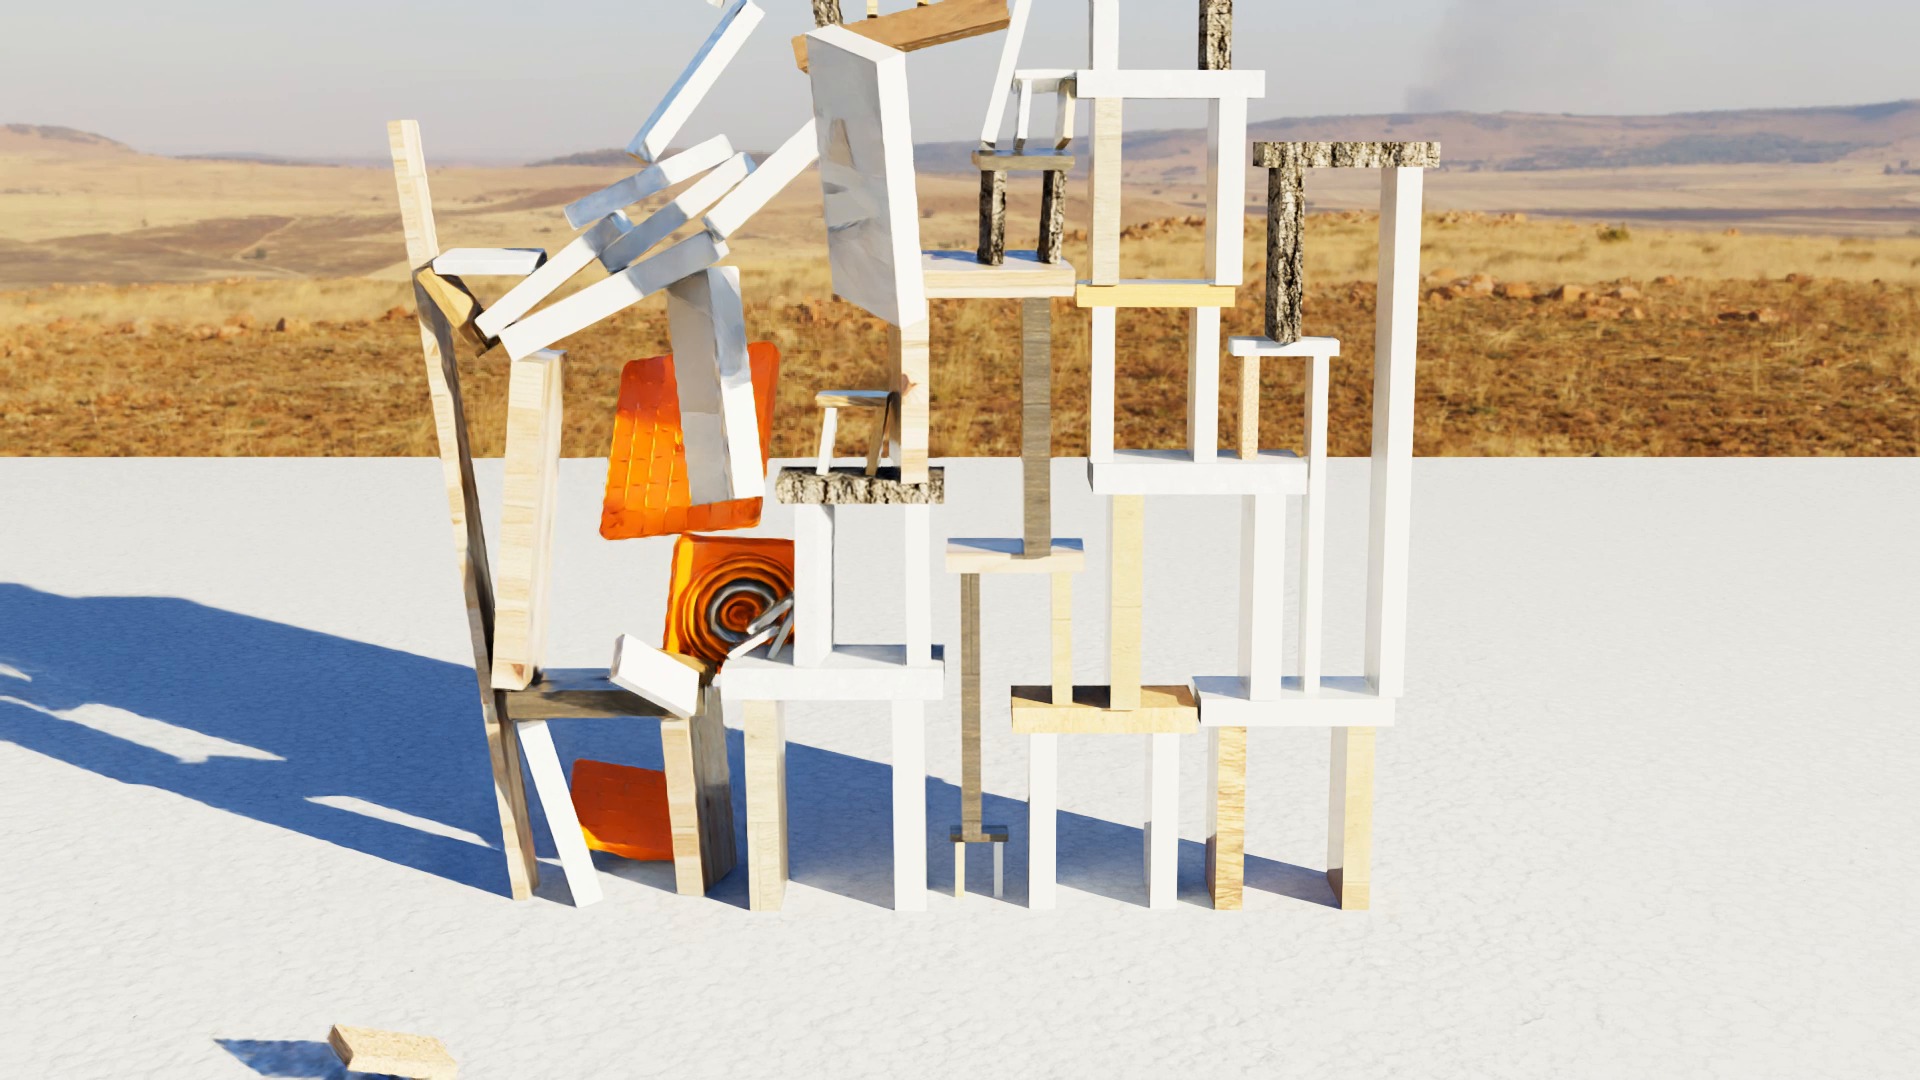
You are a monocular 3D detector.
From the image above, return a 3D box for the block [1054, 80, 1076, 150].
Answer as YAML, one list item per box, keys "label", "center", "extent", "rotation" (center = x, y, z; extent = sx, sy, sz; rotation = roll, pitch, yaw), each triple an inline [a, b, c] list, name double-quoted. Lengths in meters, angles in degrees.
- label: "block"
  center: [0.162, -0.653, 3.383]
  extent: [0.014, 0.095, 0.048]
  rotation: [9, -15, -15]

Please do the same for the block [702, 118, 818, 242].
- label: "block"
  center: [-0.262, -0.595, 3.439]
  extent: [0.329, 0.047, 0.164]
  rotation: [-41, 9, 5]

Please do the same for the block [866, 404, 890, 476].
- label: "block"
  center: [-0.132, -0.164, 3.520]
  extent: [0.016, 0.113, 0.056]
  rotation: [10, 14, 2]

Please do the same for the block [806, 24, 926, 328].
- label: "block"
  center: [-0.132, -0.512, 3.112]
  extent: [0.047, 0.401, 0.164]
  rotation: [-27, 39, -30]

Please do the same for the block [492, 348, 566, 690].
- label: "block"
  center: [-0.697, -0.037, 3.559]
  extent: [0.051, 0.528, 0.180]
  rotation: [6, 11, 0]

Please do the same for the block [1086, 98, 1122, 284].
- label: "block"
  center: [0.226, -0.549, 3.453]
  extent: [0.040, 0.285, 0.143]
  rotation: [0, 11, -1]

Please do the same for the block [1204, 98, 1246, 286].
- label: "block"
  center: [0.416, -0.549, 3.455]
  extent: [0.040, 0.285, 0.143]
  rotation: [0, 11, -1]

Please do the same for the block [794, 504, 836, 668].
- label: "block"
  center: [-0.236, 0.060, 3.566]
  extent: [0.038, 0.265, 0.133]
  rotation: [3, 12, 8]

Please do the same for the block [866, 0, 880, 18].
- label: "block"
  center: [-0.132, -0.862, 3.381]
  extent: [0.017, 0.122, 0.061]
  rotation: [2, -1, 1]

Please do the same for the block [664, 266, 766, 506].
- label: "block"
  center: [-0.389, -0.240, 3.476]
  extent: [0.051, 0.359, 0.180]
  rotation: [-7, 1, -29]

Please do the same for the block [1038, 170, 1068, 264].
- label: "block"
  center: [0.143, -0.507, 3.411]
  extent: [0.021, 0.145, 0.072]
  rotation: [0, 19, -11]

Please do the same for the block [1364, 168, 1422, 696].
- label: "block"
  center: [0.694, -0.173, 3.533]
  extent: [0.038, 0.841, 0.135]
  rotation: [0, 11, 0]

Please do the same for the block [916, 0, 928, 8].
- label: "block"
  center: [-0.051, -0.877, 3.373]
  extent: [0.017, 0.121, 0.061]
  rotation: [6, 1, -2]

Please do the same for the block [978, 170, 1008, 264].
- label: "block"
  center: [0.050, -0.503, 3.389]
  extent: [0.021, 0.145, 0.072]
  rotation: [-3, 19, -15]

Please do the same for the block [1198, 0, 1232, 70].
- label: "block"
  center: [0.396, -0.858, 3.401]
  extent: [0.037, 0.262, 0.131]
  rotation: [0, 11, 0]

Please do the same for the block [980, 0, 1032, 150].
- label: "block"
  center: [0.096, -0.818, 3.374]
  extent: [0.022, 0.439, 0.078]
  rotation: [14, 1, -1]

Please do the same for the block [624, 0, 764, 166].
- label: "block"
  center: [-0.413, -0.709, 3.411]
  extent: [0.032, 0.293, 0.112]
  rotation: [37, 0, -20]

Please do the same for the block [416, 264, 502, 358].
- label: "block"
  center: [-0.787, -0.366, 3.470]
  extent: [0.022, 0.157, 0.078]
  rotation: [-33, 10, 18]

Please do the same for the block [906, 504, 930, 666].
- label: "block"
  center: [-0.068, 0.059, 3.569]
  extent: [0.038, 0.266, 0.133]
  rotation: [-1, 12, -1]

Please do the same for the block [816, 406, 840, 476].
- label: "block"
  center: [-0.211, -0.164, 3.524]
  extent: [0.016, 0.113, 0.056]
  rotation: [10, 12, 2]

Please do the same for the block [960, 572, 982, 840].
- label: "block"
  center: [0.019, 0.261, 3.606]
  extent: [0.031, 0.450, 0.110]
  rotation: [0, 12, 1]

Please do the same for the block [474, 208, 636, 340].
- label: "block"
  center: [-0.636, -0.420, 3.460]
  extent: [0.268, 0.038, 0.134]
  rotation: [-37, 10, 8]

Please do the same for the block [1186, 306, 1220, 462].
- label: "block"
  center: [0.387, -0.254, 3.508]
  extent: [0.035, 0.245, 0.122]
  rotation: [0, 11, 0]

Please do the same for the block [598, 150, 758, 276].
- label: "block"
  center: [-0.441, -0.515, 3.457]
  extent: [0.268, 0.038, 0.134]
  rotation: [-34, 10, 8]

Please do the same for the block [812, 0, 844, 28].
- label: "block"
  center: [-0.220, -0.894, 3.376]
  extent: [0.032, 0.224, 0.112]
  rotation: [-11, 7, 4]

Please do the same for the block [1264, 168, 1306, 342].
- label: "block"
  center: [0.514, -0.454, 3.481]
  extent: [0.038, 0.270, 0.135]
  rotation: [0, 11, 0]

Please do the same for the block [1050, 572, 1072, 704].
- label: "block"
  center: [0.164, 0.146, 3.582]
  extent: [0.031, 0.220, 0.110]
  rotation: [-1, 14, 0]

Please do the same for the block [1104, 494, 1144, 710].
- label: "block"
  center: [0.265, 0.085, 3.572]
  extent: [0.047, 0.350, 0.167]
  rotation: [0, 11, 0]

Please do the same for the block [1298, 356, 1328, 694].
- label: "block"
  center: [0.571, -0.029, 3.558]
  extent: [0.023, 0.548, 0.083]
  rotation: [0, 11, 0]

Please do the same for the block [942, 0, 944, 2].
- label: "block"
  center: [-0.017, -0.901, 3.366]
  extent: [0.022, 0.157, 0.078]
  rotation: [-2, 8, 3]

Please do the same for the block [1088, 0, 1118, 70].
- label: "block"
  center: [0.222, -0.858, 3.397]
  extent: [0.037, 0.262, 0.131]
  rotation: [0, 11, 0]

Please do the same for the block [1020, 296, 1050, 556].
- label: "block"
  center: [0.120, -0.192, 3.495]
  extent: [0.042, 0.412, 0.148]
  rotation: [-1, 15, 0]

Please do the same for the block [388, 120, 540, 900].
- label: "block"
  center: [-0.800, -0.036, 3.567]
  extent: [0.022, 1.275, 0.078]
  rotation: [-6, 10, 6]

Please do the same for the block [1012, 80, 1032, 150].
- label: "block"
  center: [0.096, -0.651, 3.374]
  extent: [0.014, 0.095, 0.048]
  rotation: [7, -13, -6]

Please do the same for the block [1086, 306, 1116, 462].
- label: "block"
  center: [0.224, -0.254, 3.507]
  extent: [0.035, 0.245, 0.122]
  rotation: [0, 11, 0]

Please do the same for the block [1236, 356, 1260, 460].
- label: "block"
  center: [0.461, -0.216, 3.523]
  extent: [0.023, 0.166, 0.083]
  rotation: [0, 10, 0]

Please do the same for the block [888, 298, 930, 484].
- label: "block"
  center: [-0.082, -0.254, 3.470]
  extent: [0.042, 0.295, 0.148]
  rotation: [-3, 22, -9]

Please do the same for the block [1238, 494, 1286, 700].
- label: "block"
  center: [0.489, 0.077, 3.571]
  extent: [0.047, 0.335, 0.167]
  rotation: [0, 11, 0]
